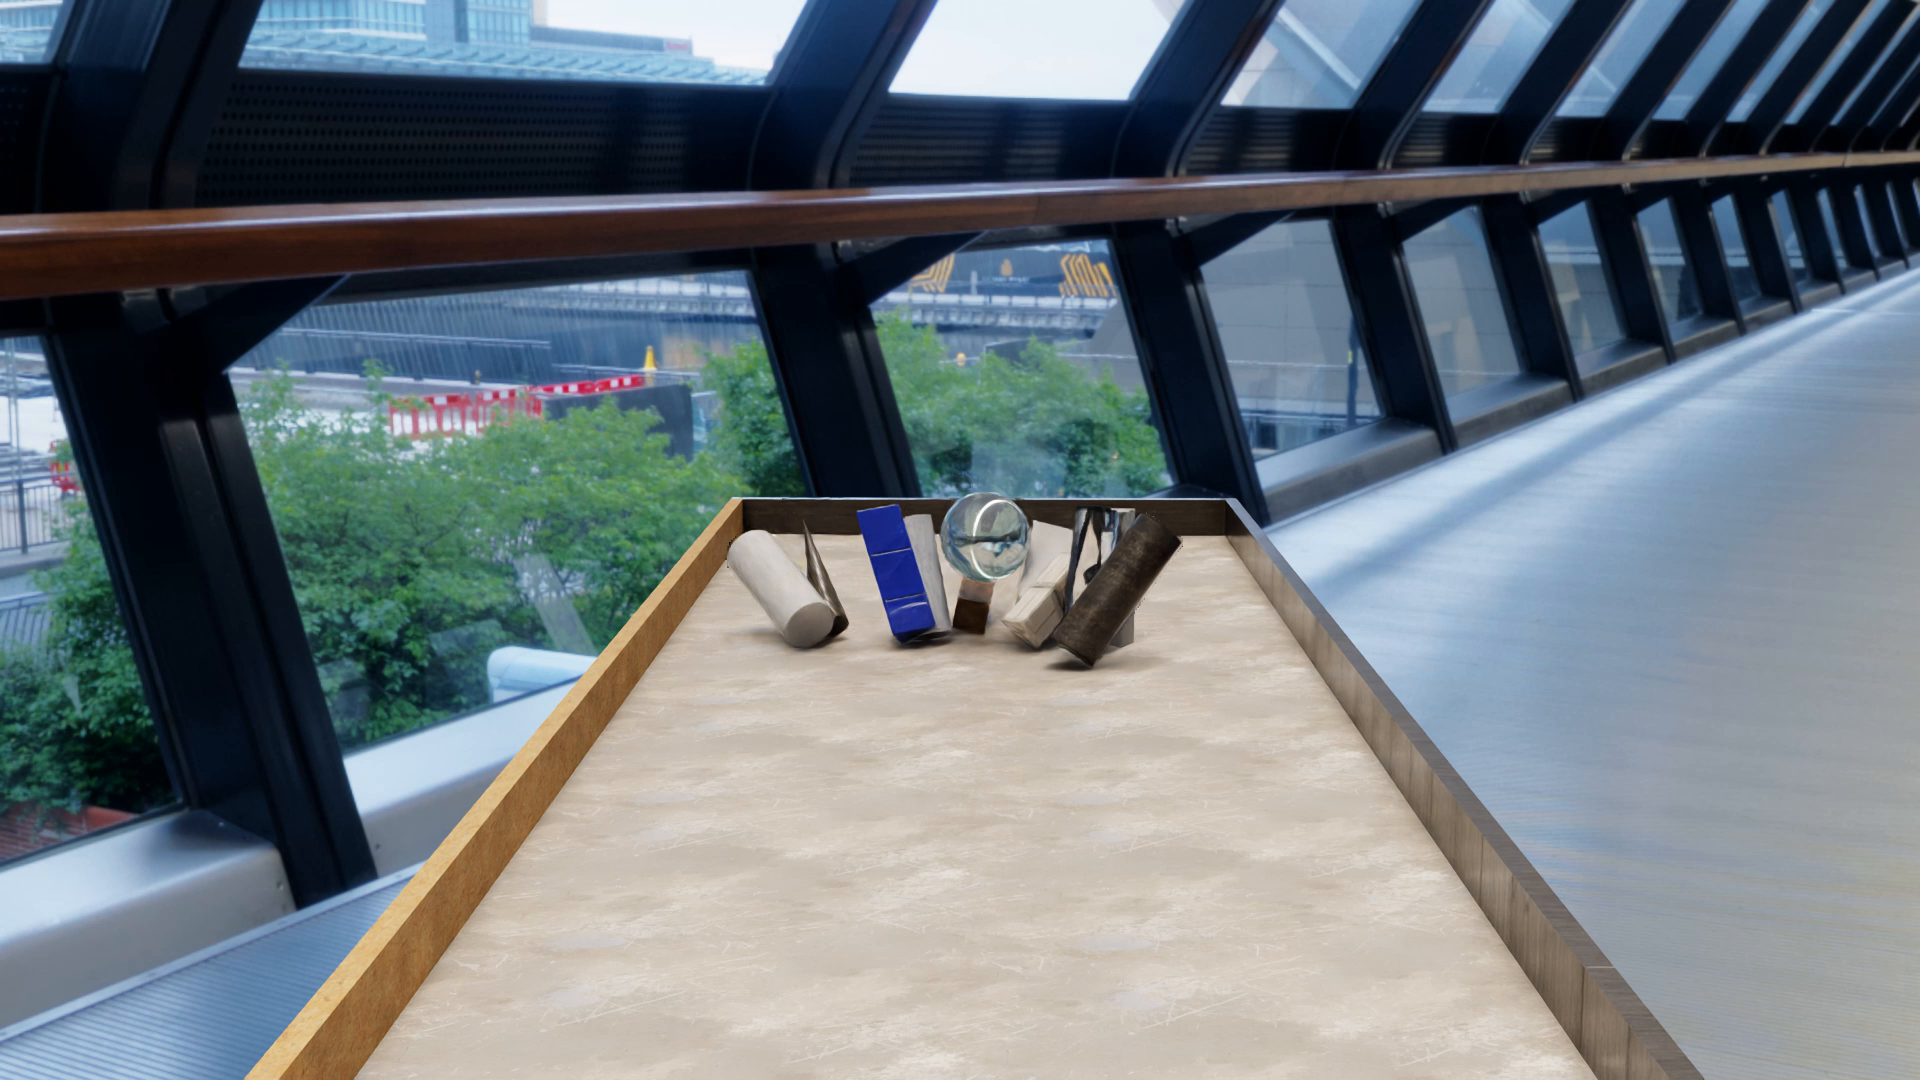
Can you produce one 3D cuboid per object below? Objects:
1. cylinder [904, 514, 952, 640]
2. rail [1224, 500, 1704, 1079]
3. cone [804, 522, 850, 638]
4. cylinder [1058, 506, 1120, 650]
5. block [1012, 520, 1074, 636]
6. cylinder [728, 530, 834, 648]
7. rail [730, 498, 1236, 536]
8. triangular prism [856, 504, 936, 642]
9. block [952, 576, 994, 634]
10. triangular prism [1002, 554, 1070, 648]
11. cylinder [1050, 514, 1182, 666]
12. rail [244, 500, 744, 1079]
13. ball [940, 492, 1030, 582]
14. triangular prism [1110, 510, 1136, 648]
[{"bbox_3d":[-0.116,0.118,6.993,0.118,0.383,0.118,-10,-12,-2],"label":"cylinder"},{"bbox_3d":[1.046,0.843,3.208,0.050,0.150,12.000,0,9,1],"label":"rail"},{"bbox_3d":[-0.464,0.103,7.110,0.121,0.428,0.121,-12,-33,-8],"label":"cone"},{"bbox_3d":[0.397,0.123,6.770,0.134,0.438,0.134,8,-9,1],"label":"cylinder"},{"bbox_3d":[0.276,0.124,7.077,0.160,0.160,0.314,14,52,-1],"label":"block"},{"bbox_3d":[-0.572,0.152,6.995,0.169,0.169,0.441,-5,34,-31],"label":"cylinder"},{"bbox_3d":[0.099,-0.098,9.147,2.100,0.150,0.050,0,9,1],"label":"rail"},{"bbox_3d":[-0.220,0.112,6.953,0.146,0.418,0.126,-10,-18,-23],"label":"triangular prism"},{"bbox_3d":[0.054,0.172,7.291,0.106,0.106,0.455,12,19,1],"label":"block"},{"bbox_3d":[0.285,0.170,6.861,0.140,0.304,0.121,39,-20,9],"label":"triangular prism"},{"bbox_3d":[0.469,0.149,6.605,0.154,0.460,0.154,36,-2,2],"label":"cylinder"},{"bbox_3d":[-1.004,0.839,3.234,0.050,0.150,12.000,0,9,1],"label":"rail"},{"bbox_3d":[0.081,-0.009,7.001,0.290,0.290,0.290,0,9,0],"label":"ball"},{"bbox_3d":[0.514,0.117,6.910,0.084,0.426,0.097,-6,11,-32],"label":"triangular prism"}]
